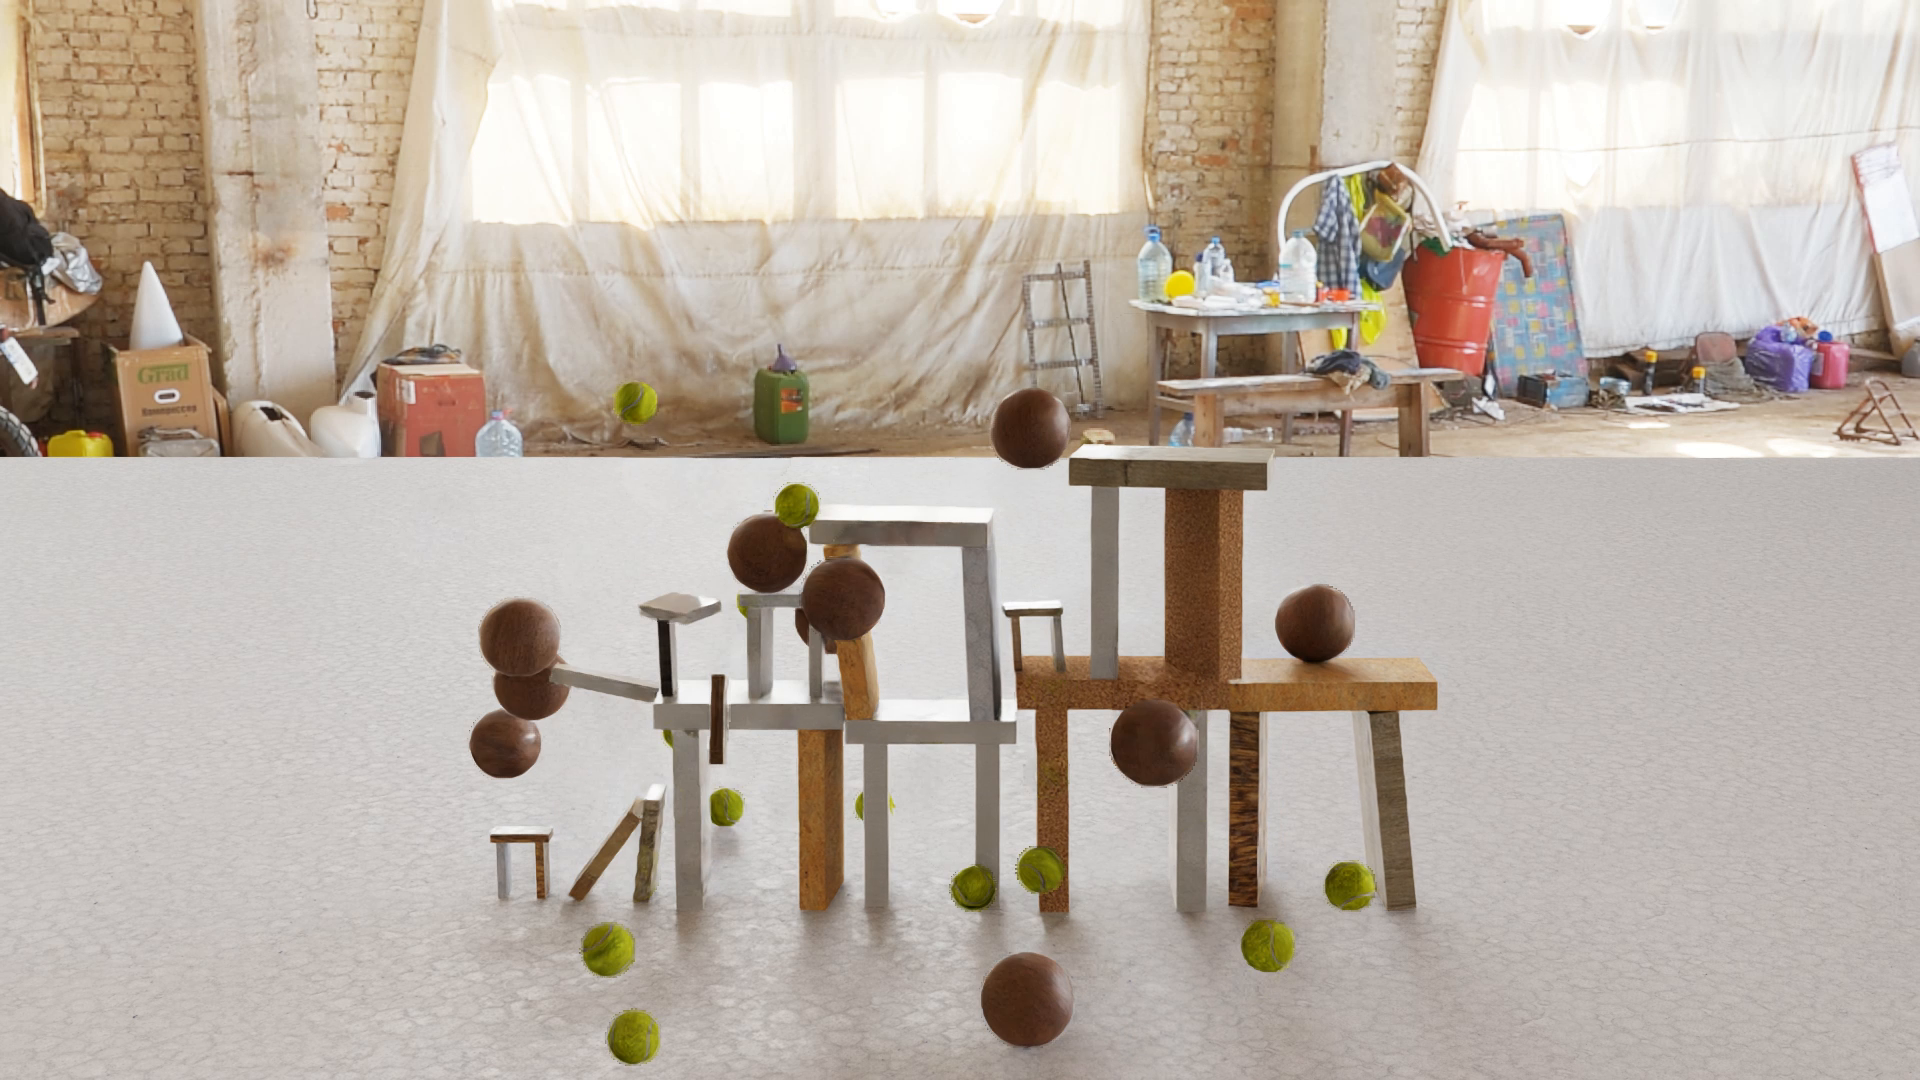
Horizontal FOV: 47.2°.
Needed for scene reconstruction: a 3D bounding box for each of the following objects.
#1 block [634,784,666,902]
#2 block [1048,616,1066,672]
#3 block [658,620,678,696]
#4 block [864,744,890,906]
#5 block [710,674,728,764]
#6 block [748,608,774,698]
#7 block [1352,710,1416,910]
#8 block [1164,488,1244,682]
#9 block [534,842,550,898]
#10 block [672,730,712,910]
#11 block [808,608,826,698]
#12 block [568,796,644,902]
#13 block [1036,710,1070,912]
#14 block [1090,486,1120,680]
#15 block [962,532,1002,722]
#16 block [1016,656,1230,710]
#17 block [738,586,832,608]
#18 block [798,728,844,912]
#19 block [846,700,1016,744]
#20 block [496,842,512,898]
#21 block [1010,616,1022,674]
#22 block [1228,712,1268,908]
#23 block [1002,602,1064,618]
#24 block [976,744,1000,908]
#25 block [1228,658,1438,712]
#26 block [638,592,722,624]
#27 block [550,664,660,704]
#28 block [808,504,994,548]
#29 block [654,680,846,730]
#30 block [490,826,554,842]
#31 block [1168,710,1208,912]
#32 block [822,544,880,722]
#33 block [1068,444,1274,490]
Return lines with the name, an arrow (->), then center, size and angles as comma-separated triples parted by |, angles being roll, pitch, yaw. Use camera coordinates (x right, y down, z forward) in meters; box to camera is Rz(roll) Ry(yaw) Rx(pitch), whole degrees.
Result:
block -> -0.515, 0.502, 3.653 | 0.025, 0.176, 0.088 | 7, 10, -1
block -> 0.158, 0.165, 3.572 | 0.013, 0.094, 0.047 | -6, 10, -5
block -> -0.477, 0.182, 3.592 | 0.019, 0.135, 0.067 | -1, 11, 0
block -> -0.137, 0.453, 3.649 | 0.039, 0.275, 0.138 | 0, 10, 0
block -> -0.368, 0.274, 3.355 | 0.019, 0.135, 0.067 | 1, -5, -1
block -> -0.325, 0.177, 3.580 | 0.021, 0.149, 0.075 | 3, 10, 11
block -> 0.699, 0.425, 3.639 | 0.047, 0.333, 0.167 | -7, 11, 0
block -> 0.392, 0.059, 3.546 | 0.044, 0.311, 0.156 | -7, 12, -28
block -> -0.695, 0.543, 3.660 | 0.014, 0.096, 0.048 | 0, 11, 0
block -> -0.443, 0.441, 3.639 | 0.043, 0.304, 0.152 | 0, 11, -1
block -> -0.233, 0.175, 3.588 | 0.021, 0.149, 0.075 | 0, 10, 1
block -> -0.583, 0.513, 3.656 | 0.025, 0.176, 0.088 | 36, 9, -6
block -> 0.152, 0.423, 3.634 | 0.048, 0.339, 0.170 | -1, 10, 1
block -> 0.235, 0.056, 3.565 | 0.044, 0.311, 0.156 | 0, 10, 4
block -> 0.036, 0.140, 3.585 | 0.040, 0.285, 0.143 | -1, 10, 7
block -> 0.262, 0.232, 3.599 | 0.339, 0.048, 0.170 | 0, 10, 1
block -> -0.281, 0.091, 3.572 | 0.149, 0.021, 0.075 | 0, 10, 2
block -> -0.229, 0.442, 3.635 | 0.043, 0.304, 0.152 | 2, 11, 9
block -> -0.046, 0.299, 3.620 | 0.275, 0.039, 0.138 | 0, 10, 0
block -> -0.759, 0.543, 3.660 | 0.014, 0.096, 0.048 | 0, 11, 0
block -> 0.091, 0.166, 3.569 | 0.013, 0.094, 0.047 | -4, 10, -1
block -> 0.480, 0.423, 3.656 | 0.047, 0.333, 0.167 | 2, 11, 13
block -> 0.117, 0.112, 3.562 | 0.094, 0.013, 0.047 | -2, 10, -8
block -> 0.046, 0.454, 3.648 | 0.039, 0.275, 0.138 | 0, 10, 1
block -> 0.600, 0.237, 3.608 | 0.333, 0.047, 0.166 | -1, 10, 2
block -> -0.450, 0.109, 3.530 | 0.068, 0.019, 0.135 | -22, 19, -38
block -> -0.584, 0.236, 3.632 | 0.176, 0.025, 0.088 | 12, 0, -4
block -> -0.092, -0.023, 3.561 | 0.285, 0.040, 0.143 | 1, 10, 5
block -> -0.340, 0.270, 3.607 | 0.304, 0.043, 0.152 | 0, 10, 0
block -> -0.727, 0.489, 3.650 | 0.096, 0.014, 0.048 | 0, 11, 0
block -> 0.376, 0.423, 3.635 | 0.048, 0.339, 0.170 | -1, 10, 1
block -> -0.176, 0.138, 3.592 | 0.040, 0.285, 0.143 | -7, 10, 5
block -> 0.340, -0.117, 3.517 | 0.311, 0.044, 0.156 | 2, 10, 12
